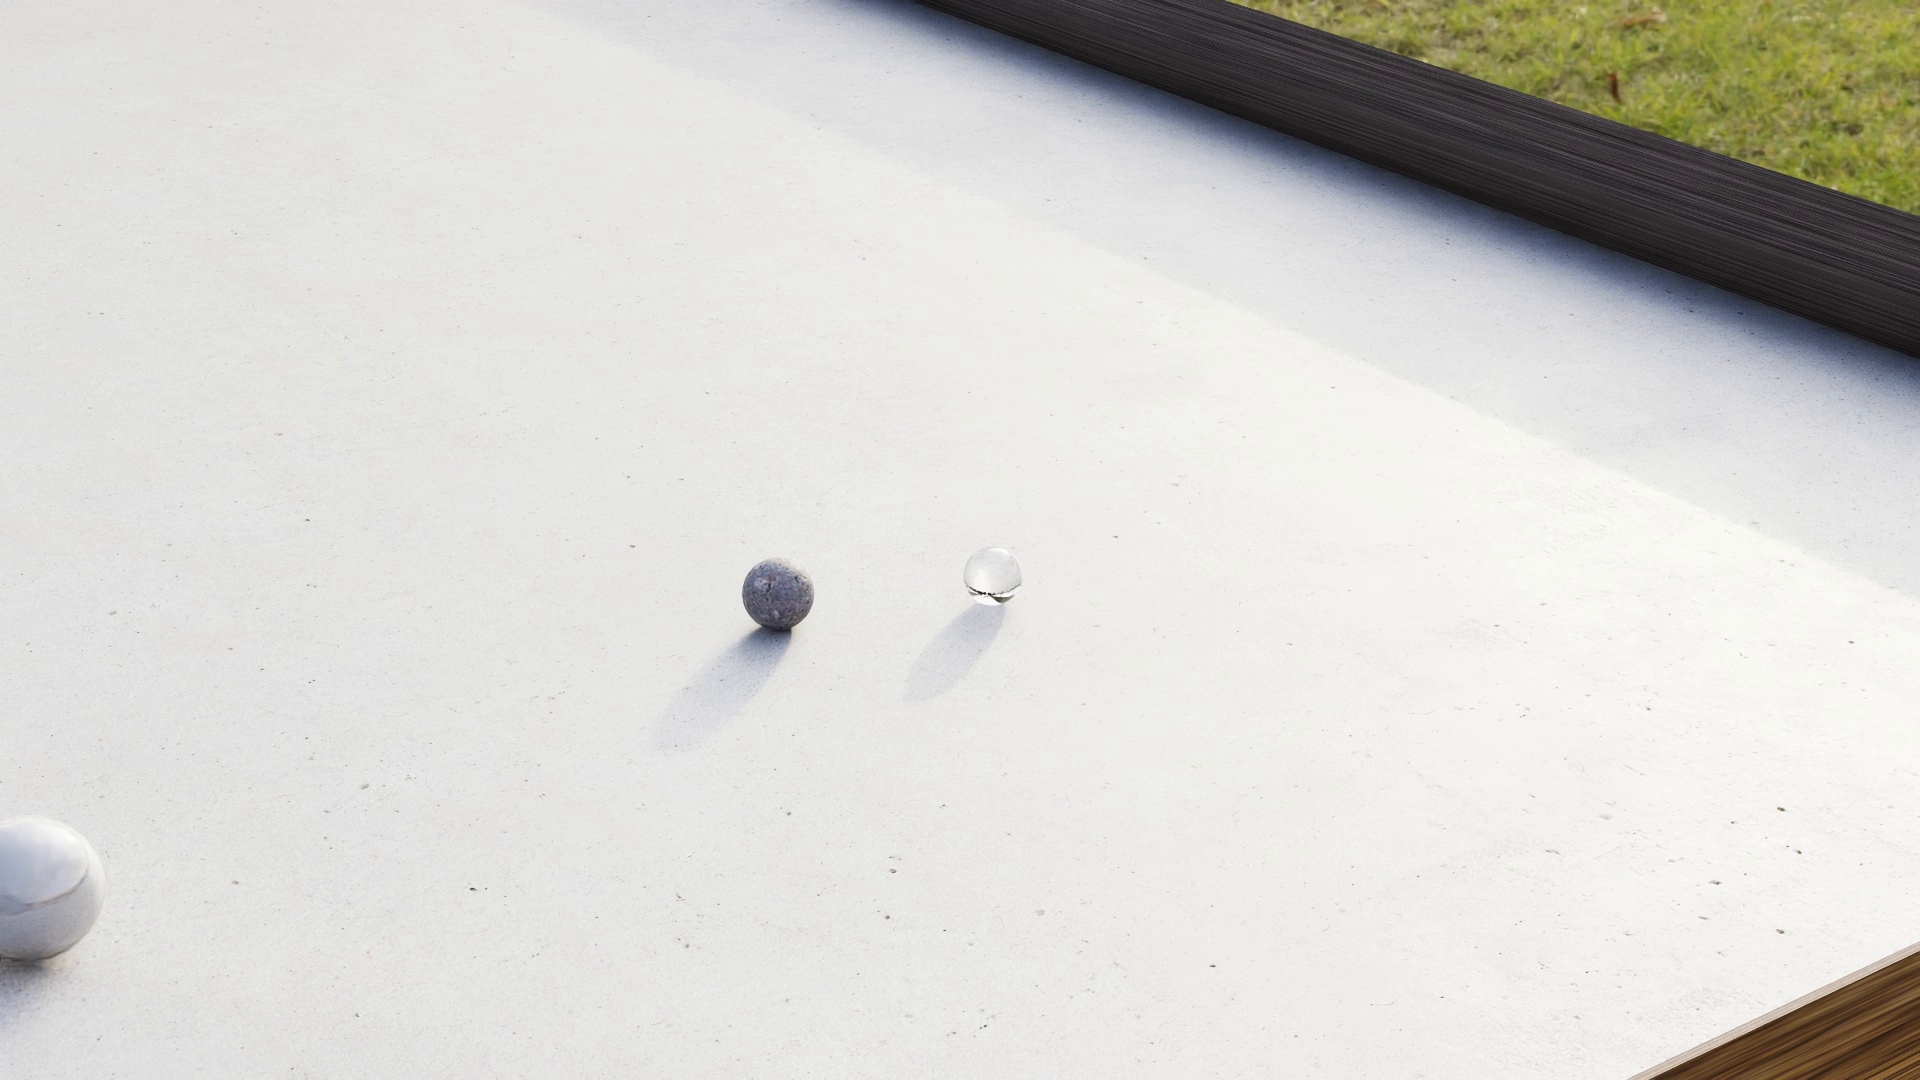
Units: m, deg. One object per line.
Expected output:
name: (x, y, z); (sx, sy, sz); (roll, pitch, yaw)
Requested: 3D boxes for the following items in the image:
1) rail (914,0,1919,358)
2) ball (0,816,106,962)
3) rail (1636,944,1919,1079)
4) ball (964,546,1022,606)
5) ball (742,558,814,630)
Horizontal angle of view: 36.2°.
rail: (0.284, -0.552, 3.369); (0.045, 0.128, 3.520); (-16, 29, -32)
ball: (-0.550, 0.206, 1.738); (0.086, 0.086, 0.086); (0, 24, 0)
rail: (0.491, 0.258, 1.569); (1.970, 0.128, 0.045); (-16, 29, -32)
ball: (0.024, 0.027, 2.187); (0.044, 0.044, 0.044); (0, 24, 0)
ball: (-0.133, 0.039, 2.149); (0.053, 0.053, 0.053); (0, 24, 0)
